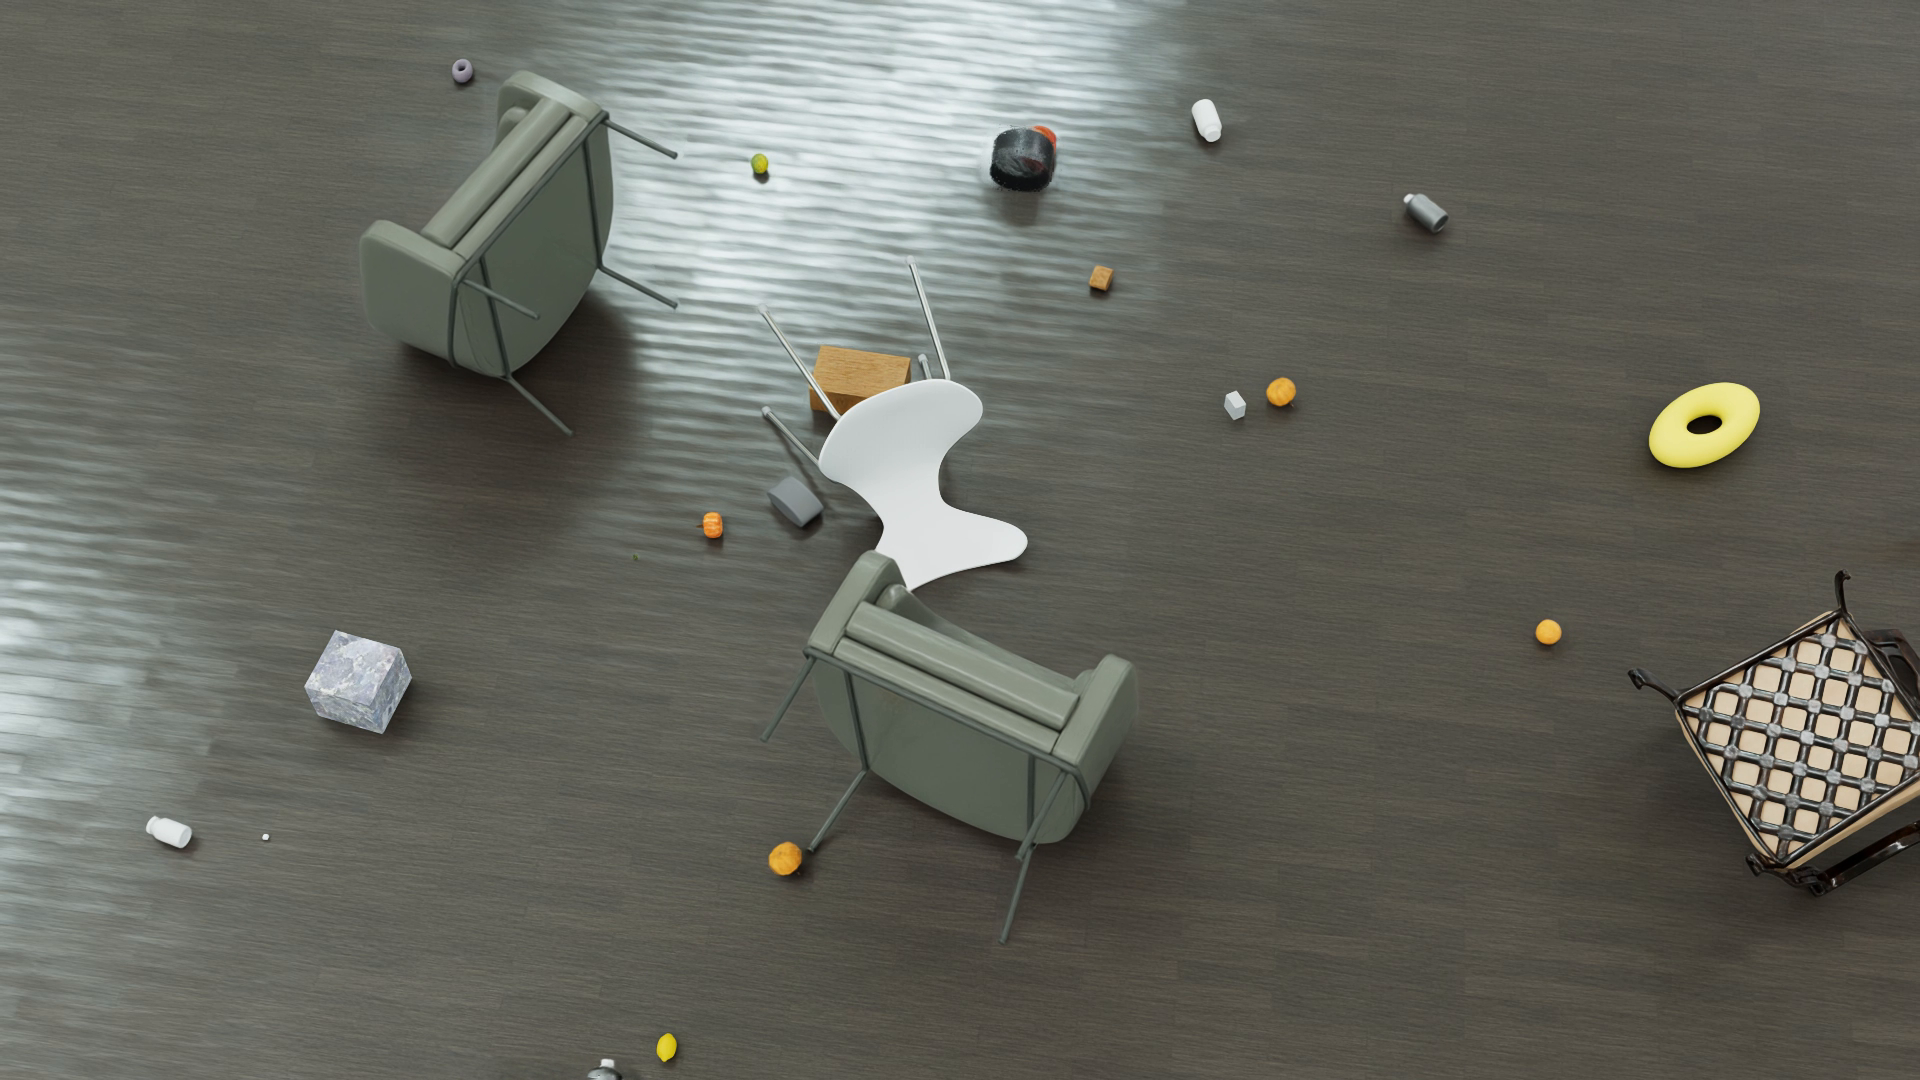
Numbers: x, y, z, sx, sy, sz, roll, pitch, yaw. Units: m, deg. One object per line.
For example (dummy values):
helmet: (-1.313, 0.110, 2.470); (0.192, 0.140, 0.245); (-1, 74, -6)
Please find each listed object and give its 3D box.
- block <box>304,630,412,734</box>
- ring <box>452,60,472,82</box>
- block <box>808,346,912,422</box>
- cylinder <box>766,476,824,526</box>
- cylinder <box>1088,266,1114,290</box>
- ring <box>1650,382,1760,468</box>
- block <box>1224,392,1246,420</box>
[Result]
block: (-1.696, 0.401, 6.207); (0.200, 0.162, 0.193); (15, 57, 10)
ring: (-1.729, -1.629, 7.637); (0.069, 0.050, 0.088); (10, 58, 4)
block: (-0.309, -0.486, 6.837); (0.284, 0.104, 0.175); (9, 57, 6)
cylinder: (-0.495, -0.117, 6.610); (0.086, 0.070, 0.164); (-39, 65, -23)
cylinder: (0.458, -0.848, 7.112); (0.055, 0.051, 0.086); (18, 58, 12)
ring: (2.285, -0.353, 6.749); (0.405, 0.105, 0.235); (-30, 60, -18)
block: (0.853, -0.417, 6.818); (0.037, 0.059, 0.059); (-23, 59, -15)
